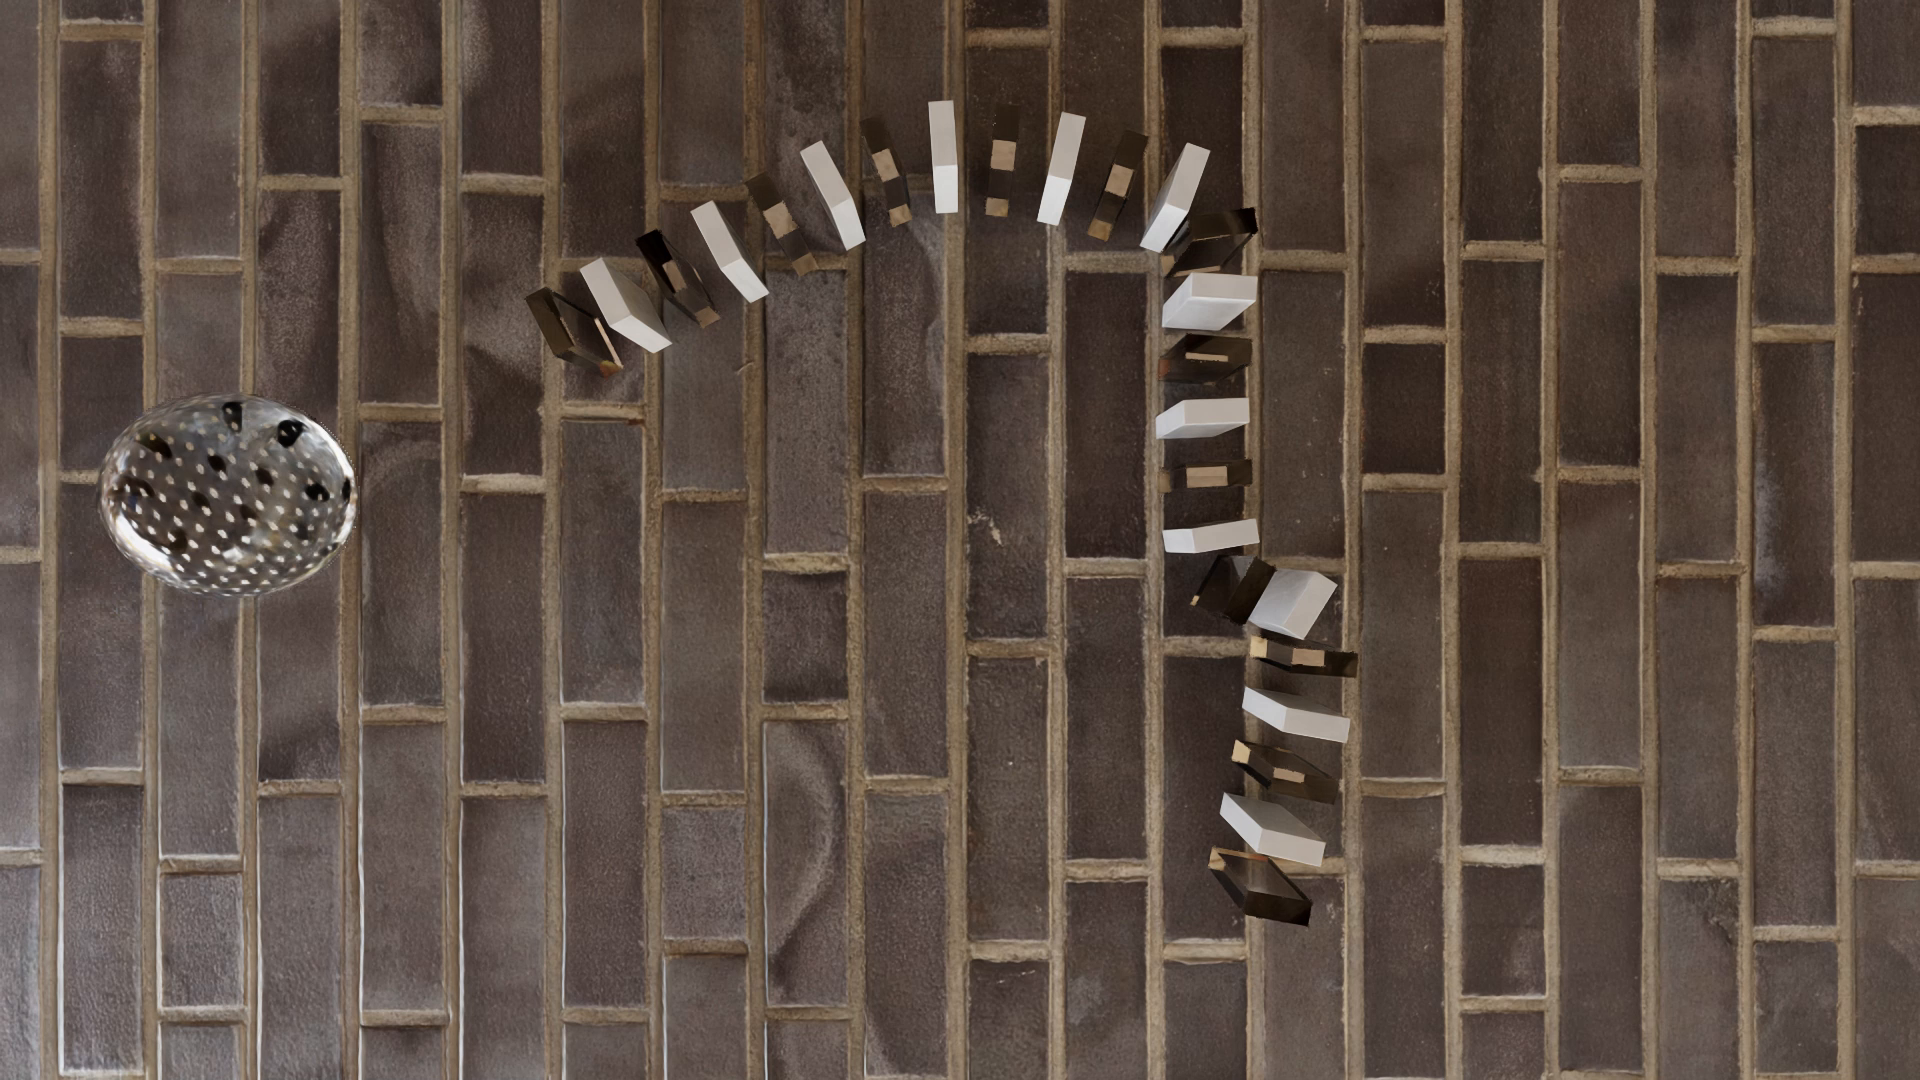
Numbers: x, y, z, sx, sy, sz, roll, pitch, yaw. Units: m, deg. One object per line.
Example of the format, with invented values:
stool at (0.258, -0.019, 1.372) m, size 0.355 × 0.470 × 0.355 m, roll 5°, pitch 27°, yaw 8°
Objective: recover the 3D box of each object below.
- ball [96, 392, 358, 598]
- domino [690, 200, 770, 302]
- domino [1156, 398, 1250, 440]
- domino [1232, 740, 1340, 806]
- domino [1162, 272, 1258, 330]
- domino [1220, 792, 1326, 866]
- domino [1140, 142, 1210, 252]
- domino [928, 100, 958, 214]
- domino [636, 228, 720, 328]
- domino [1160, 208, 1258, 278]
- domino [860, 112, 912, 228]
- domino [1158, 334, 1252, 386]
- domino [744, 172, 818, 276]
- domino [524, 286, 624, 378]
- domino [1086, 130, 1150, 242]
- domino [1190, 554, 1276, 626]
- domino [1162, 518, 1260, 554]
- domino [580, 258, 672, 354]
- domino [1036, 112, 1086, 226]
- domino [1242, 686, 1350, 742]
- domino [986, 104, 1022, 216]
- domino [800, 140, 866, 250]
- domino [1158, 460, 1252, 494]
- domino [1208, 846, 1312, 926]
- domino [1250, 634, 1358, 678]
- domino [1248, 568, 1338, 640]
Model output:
ball at (-0.284, -0.017, 0.360) m, size 0.080 × 0.080 × 0.080 m, roll 0°, pitch 90°, yaw 0°
domino at (-0.093, -0.117, 0.375) m, size 0.009 × 0.050 × 0.025 m, roll -27°, pitch 90°, yaw 0°
domino at (0.098, -0.049, 0.375) m, size 0.025 × 0.050 × 0.010 m, roll -2°, pitch 90°, yaw 0°
domino at (0.132, 0.094, 0.375) m, size 0.025 × 0.050 × 0.009 m, roll 12°, pitch 90°, yaw 0°
domino at (0.101, -0.097, 0.375) m, size 0.025 × 0.050 × 0.009 m, roll 4°, pitch 90°, yaw 0°
domino at (0.127, 0.117, 0.375) m, size 0.025 × 0.050 × 0.010 m, roll 13°, pitch 90°, yaw 0°
domino at (0.087, -0.139, 0.375) m, size 0.009 × 0.050 × 0.025 m, roll 20°, pitch 90°, yaw 0°
domino at (-0.007, -0.155, 0.375) m, size 0.009 × 0.050 × 0.025 m, roll -4°, pitch 90°, yaw 0°
domino at (-0.114, -0.106, 0.375) m, size 0.010 × 0.050 × 0.025 m, roll -27°, pitch 90°, yaw 0°
domino at (0.101, -0.121, 0.375) m, size 0.025 × 0.050 × 0.009 m, roll -8°, pitch 90°, yaw 0°
domino at (-0.030, -0.150, 0.375) m, size 0.009 × 0.050 × 0.025 m, roll -22°, pitch 90°, yaw 0°
domino at (0.099, -0.073, 0.375) m, size 0.025 × 0.050 × 0.009 m, roll 5°, pitch 90°, yaw 0°
domino at (-0.072, -0.128, 0.375) m, size 0.010 × 0.050 × 0.025 m, roll -29°, pitch 90°, yaw 0°
domino at (-0.157, -0.084, 0.375) m, size 0.010 × 0.050 × 0.025 m, roll -27°, pitch 90°, yaw 0°
domino at (0.064, -0.144, 0.375) m, size 0.009 × 0.050 × 0.025 m, roll 19°, pitch 90°, yaw 0°
domino at (0.111, 0.020, 0.375) m, size 0.009 × 0.050 × 0.025 m, roll 30°, pitch 90°, yaw 0°
domino at (0.101, -0.002, 0.375) m, size 0.025 × 0.050 × 0.009 m, roll -10°, pitch 90°, yaw 0°
domino at (-0.135, -0.095, 0.375) m, size 0.009 × 0.050 × 0.025 m, roll -28°, pitch 90°, yaw 0°
domino at (0.041, -0.150, 0.375) m, size 0.009 × 0.050 × 0.025 m, roll 13°, pitch 90°, yaw 0°
domino at (0.136, 0.071, 0.375) m, size 0.025 × 0.050 × 0.010 m, roll 10°, pitch 90°, yaw 0°
domino at (0.017, -0.154, 0.375) m, size 0.009 × 0.050 × 0.025 m, roll 7°, pitch 90°, yaw 0°
domino at (-0.051, -0.140, 0.375) m, size 0.009 × 0.050 × 0.025 m, roll -28°, pitch 90°, yaw 0°
domino at (0.099, -0.025, 0.375) m, size 0.025 × 0.050 × 0.009 m, roll -3°, pitch 90°, yaw 0°
domino at (0.122, 0.141, 0.375) m, size 0.025 × 0.050 × 0.010 m, roll 11°, pitch 90°, yaw 0°
domino at (0.139, 0.047, 0.375) m, size 0.025 × 0.050 × 0.009 m, roll 4°, pitch 90°, yaw 0°
domino at (0.134, 0.025, 0.375) m, size 0.009 × 0.050 × 0.025 m, roll 32°, pitch 90°, yaw 0°
